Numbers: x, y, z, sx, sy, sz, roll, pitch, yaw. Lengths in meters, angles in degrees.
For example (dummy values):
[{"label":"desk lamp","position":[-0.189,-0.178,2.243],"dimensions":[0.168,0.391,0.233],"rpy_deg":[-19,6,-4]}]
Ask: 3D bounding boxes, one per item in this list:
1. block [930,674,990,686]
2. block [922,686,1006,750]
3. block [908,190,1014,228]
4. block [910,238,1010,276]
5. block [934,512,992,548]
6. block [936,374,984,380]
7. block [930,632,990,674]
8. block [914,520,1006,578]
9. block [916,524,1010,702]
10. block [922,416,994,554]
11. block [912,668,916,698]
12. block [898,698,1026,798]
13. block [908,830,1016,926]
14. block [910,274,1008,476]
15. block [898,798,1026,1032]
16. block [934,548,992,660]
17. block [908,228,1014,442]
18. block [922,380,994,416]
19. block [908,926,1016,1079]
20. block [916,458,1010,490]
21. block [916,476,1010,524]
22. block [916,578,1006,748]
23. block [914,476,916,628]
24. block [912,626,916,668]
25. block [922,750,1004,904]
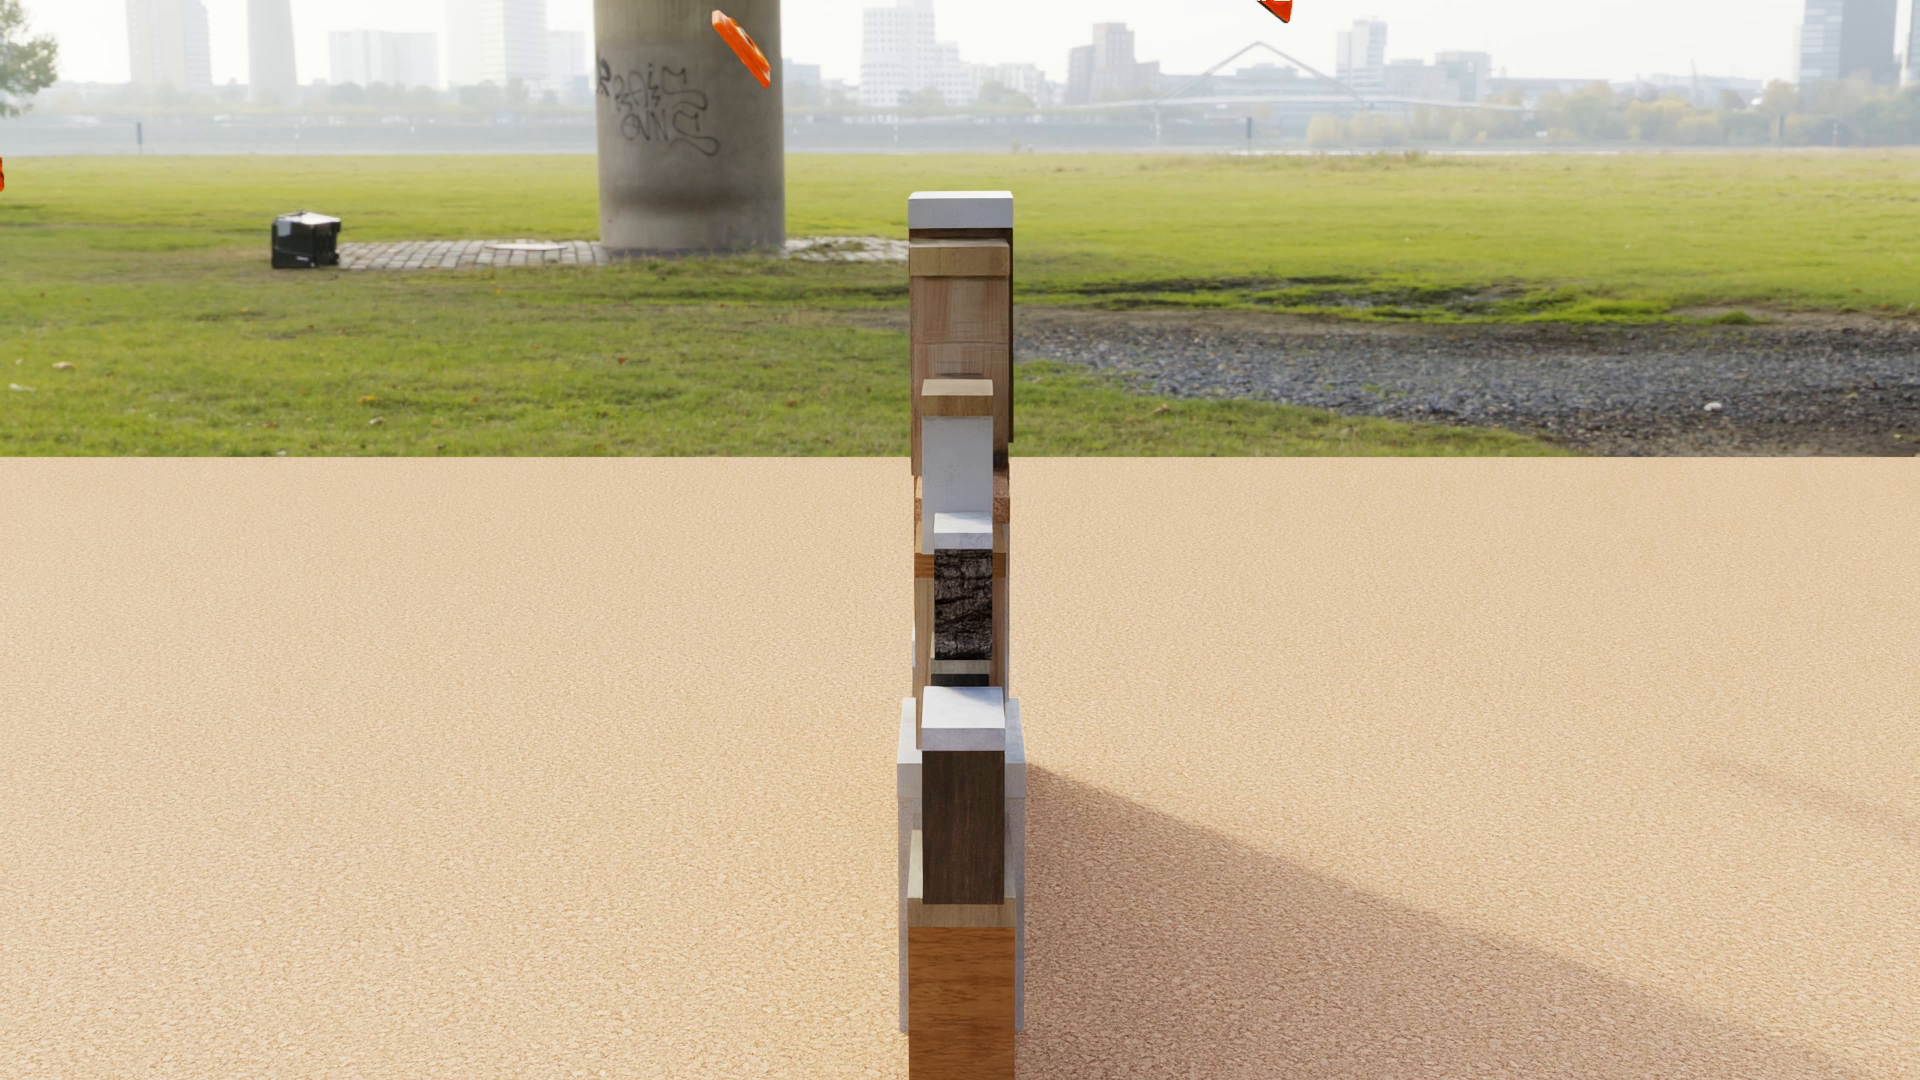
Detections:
[{"label":"block","position":[0.000,0.291,2.910],"dimensions":[0.076,0.247,0.022],"rpy_deg":[0,11,0]},{"label":"block","position":[0.004,0.223,2.764],"dimensions":[0.101,0.029,0.202],"rpy_deg":[0,11,0]},{"label":"block","position":[0.003,-0.575,3.819],"dimensions":[0.175,0.049,0.349],"rpy_deg":[0,11,1]},{"label":"block","position":[-0.003,-0.453,3.504],"dimensions":[0.153,0.043,0.305],"rpy_deg":[-1,10,-1]},{"label":"block","position":[0.004,-0.013,2.875],"dimensions":[0.075,0.021,0.149],"rpy_deg":[0,11,0]},{"label":"block","position":[-0.001,-0.233,3.310],"dimensions":[0.072,0.020,0.144],"rpy_deg":[0,11,0]},{"label":"block","position":[0.000,0.150,2.936],"dimensions":[0.076,0.022,0.153],"rpy_deg":[0,11,0]},{"label":"block","position":[0.000,0.012,3.119],"dimensions":[0.124,0.035,0.248],"rpy_deg":[0,11,0]},{"label":"block","position":[0.005,0.105,3.316],"dimensions":[0.139,0.278,0.039],"rpy_deg":[0,10,0]},{"label":"block","position":[-0.003,-0.077,2.977],"dimensions":[0.096,0.192,0.027],"rpy_deg":[0,11,0]},{"label":"block","position":[0.000,0.375,3.905],"dimensions":[0.168,0.336,0.048],"rpy_deg":[0,11,0]},{"label":"block","position":[0.002,0.297,3.179],"dimensions":[0.176,0.050,0.353],"rpy_deg":[0,11,0]},{"label":"block","position":[0.002,0.441,2.883],"dimensions":[0.135,0.038,0.271],"rpy_deg":[0,11,0]},{"label":"block","position":[-0.001,-0.259,3.435],"dimensions":[0.153,0.313,0.043],"rpy_deg":[0,11,0]},{"label":"block","position":[0.002,0.516,3.100],"dimensions":[0.176,0.353,0.050],"rpy_deg":[0,11,0]},{"label":"block","position":[0.004,0.080,2.842],"dimensions":[0.075,0.149,0.021],"rpy_deg":[0,11,0]},{"label":"block","position":[0.003,-0.350,3.743],"dimensions":[0.175,0.365,0.049],"rpy_deg":[0,10,0]},{"label":"block","position":[-0.003,-0.196,3.020],"dimensions":[0.096,0.027,0.192],"rpy_deg":[0,11,0]},{"label":"block","position":[0.002,0.609,2.823],"dimensions":[0.135,0.271,0.038],"rpy_deg":[0,11,0]},{"label":"block","position":[0.004,-0.129,3.667],"dimensions":[0.151,0.043,0.302],"rpy_deg":[0,10,0]},{"label":"block","position":[0.004,-0.068,3.378],"dimensions":[0.139,0.039,0.278],"rpy_deg":[0,11,0]},{"label":"block","position":[0.000,0.166,3.064],"dimensions":[0.124,0.248,0.035],"rpy_deg":[0,11,0]},{"label":"block","position":[-0.002,-0.004,3.902],"dimensions":[0.158,0.316,0.045],"rpy_deg":[0,11,0]},{"label":"block","position":[0.000,0.167,3.980],"dimensions":[0.168,0.048,0.336],"rpy_deg":[0,11,0]},{"label":"block","position":[0.004,0.349,2.718],"dimensions":[0.101,0.202,0.029],"rpy_deg":[0,11,0]}]
